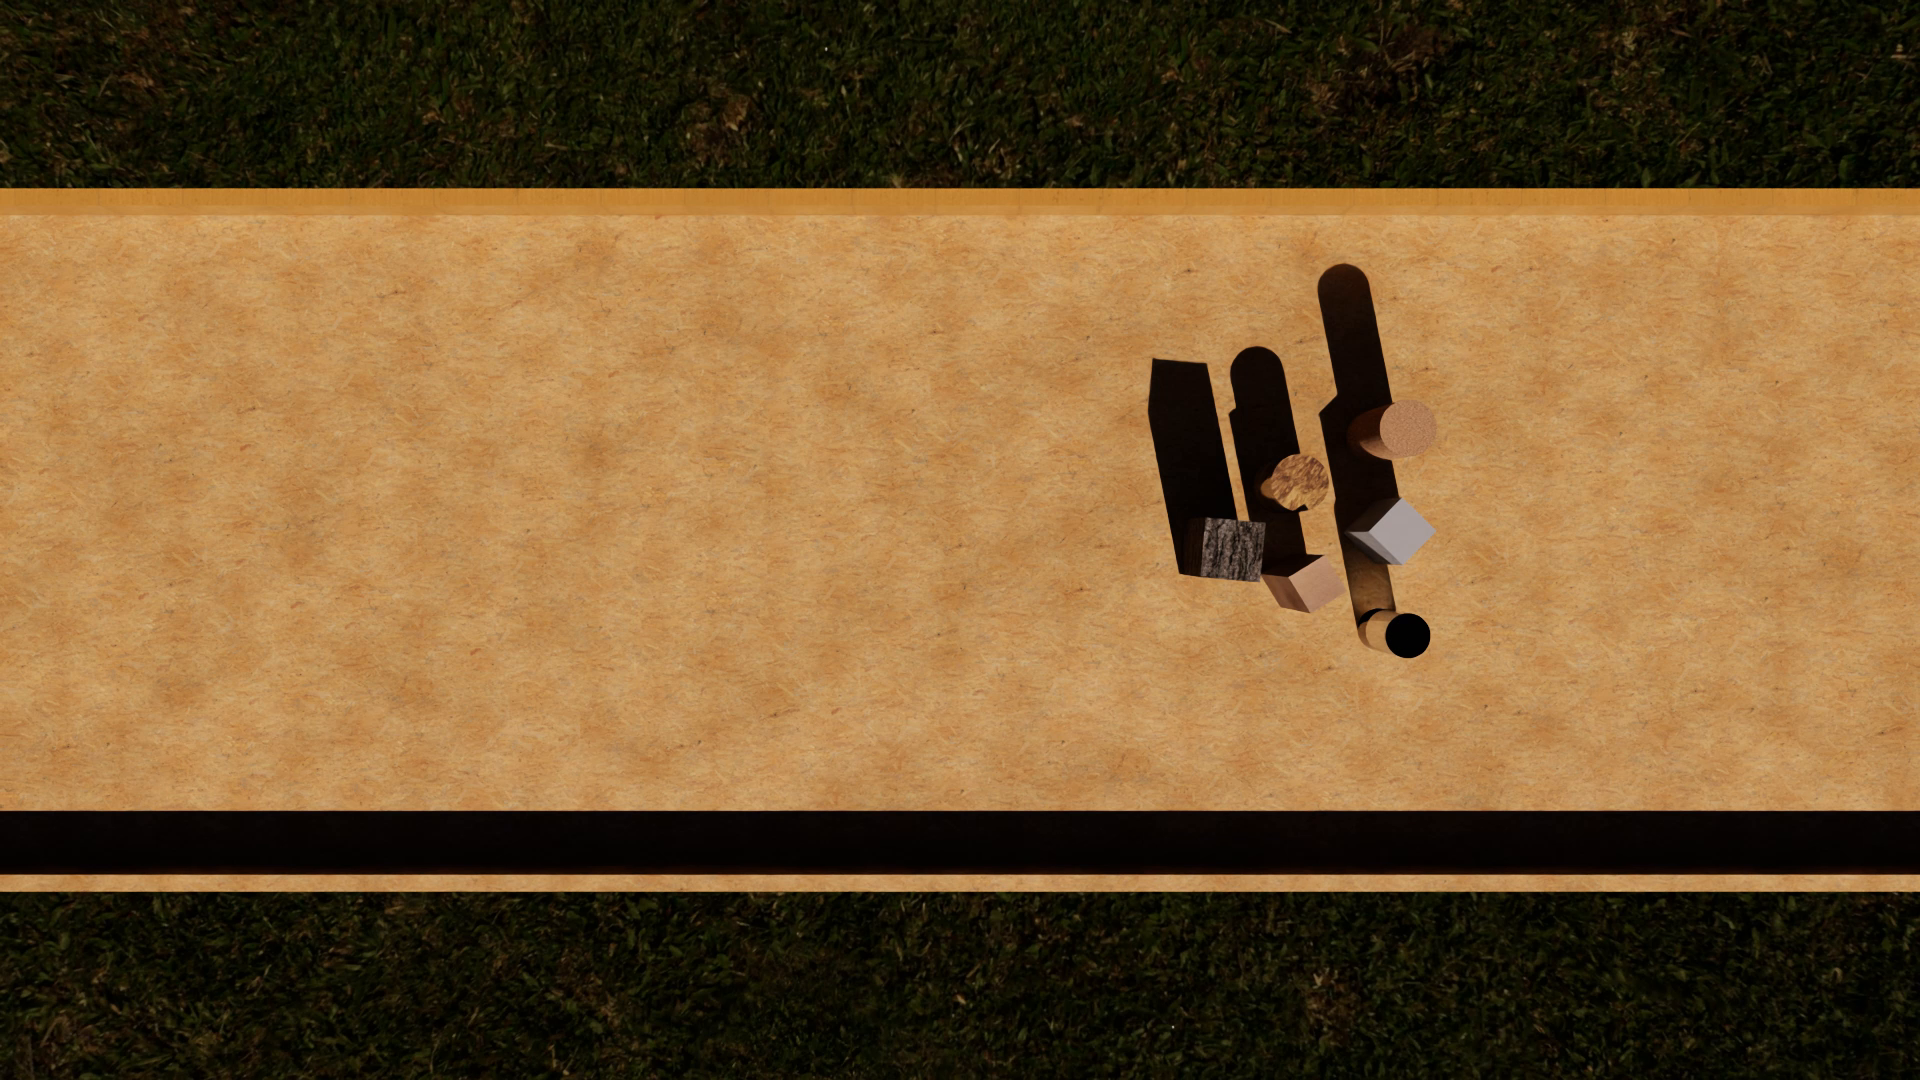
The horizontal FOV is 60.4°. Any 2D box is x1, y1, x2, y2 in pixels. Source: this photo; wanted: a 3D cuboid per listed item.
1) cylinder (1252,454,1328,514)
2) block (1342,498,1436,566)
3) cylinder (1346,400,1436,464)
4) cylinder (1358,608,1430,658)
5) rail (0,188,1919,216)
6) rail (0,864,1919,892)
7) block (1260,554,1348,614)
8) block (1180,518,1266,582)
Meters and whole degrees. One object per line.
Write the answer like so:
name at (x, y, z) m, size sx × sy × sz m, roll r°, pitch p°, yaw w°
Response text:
cylinder at (0.983, -0.165, 4.921) m, size 0.167 × 0.311 × 0.167 m, roll 0°, pitch 90°, yaw 0°
block at (1.275, -0.025, 4.913) m, size 0.139 × 0.327 × 0.139 m, roll 44°, pitch 90°, yaw 0°
cylinder at (1.270, -0.317, 4.874) m, size 0.162 × 0.405 × 0.162 m, roll 0°, pitch 90°, yaw 0°
cylinder at (1.289, 0.275, 4.910) m, size 0.131 × 0.332 × 0.131 m, roll 0°, pitch 90°, yaw 0°
rail at (-2.247, -1.025, 5.002) m, size 12.000 × 0.150 × 0.050 m, roll 0°, pitch 90°, yaw 0°
rail at (-2.247, 1.025, 5.001) m, size 12.000 × 0.150 × 0.050 m, roll 0°, pitch 90°, yaw 0°
block at (1.006, 0.124, 4.855) m, size 0.120 × 0.444 × 0.120 m, roll -32°, pitch 90°, yaw 0°
block at (0.767, 0.028, 4.855) m, size 0.169 × 0.443 × 0.169 m, roll 5°, pitch 90°, yaw 0°
